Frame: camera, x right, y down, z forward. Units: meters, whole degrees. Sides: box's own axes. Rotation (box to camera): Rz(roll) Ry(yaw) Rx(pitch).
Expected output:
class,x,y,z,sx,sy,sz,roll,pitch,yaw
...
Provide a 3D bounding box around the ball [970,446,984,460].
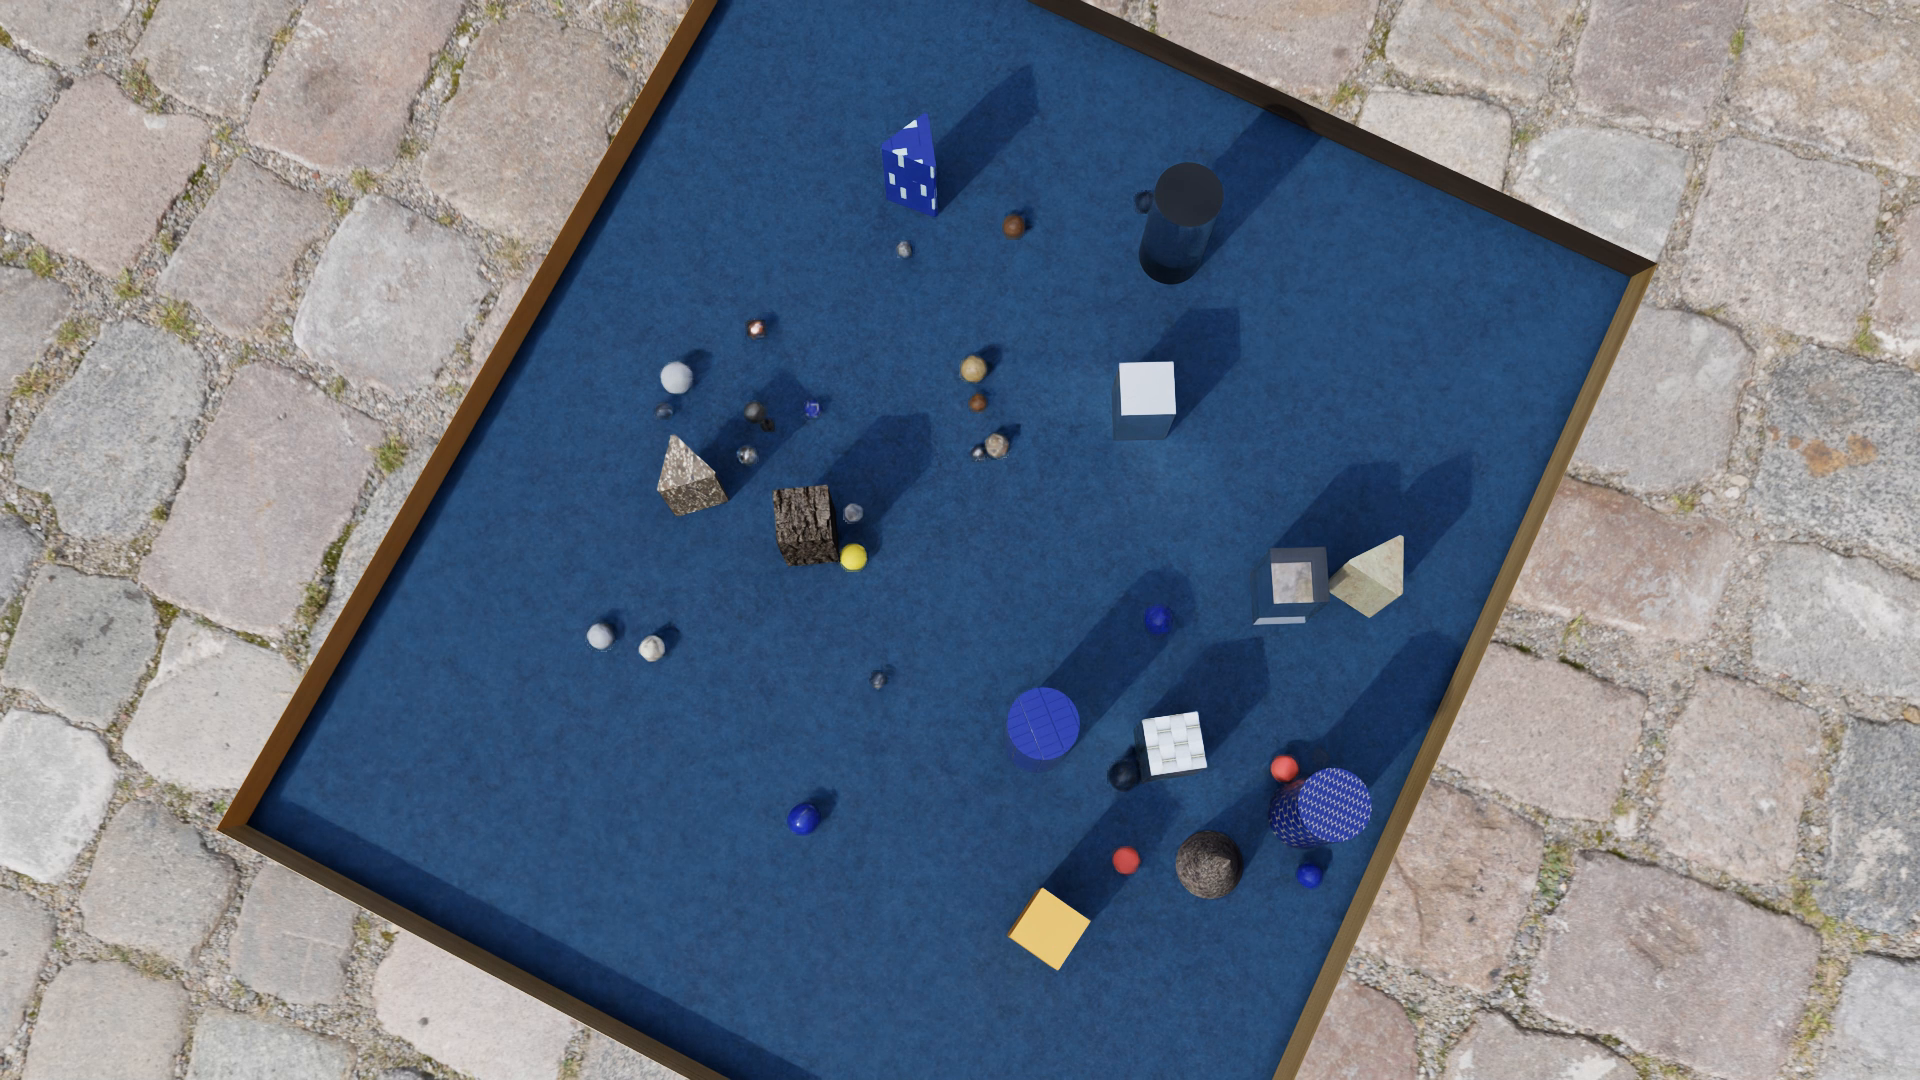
class,x,y,z,sx,sy,sz,roll,pitch,yaw
ball,0.053,-0.268,5.650,0.044,0.044,0.044,0,78,0

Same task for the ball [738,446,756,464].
class,x,y,z,sx,sy,sz,roll,pitch,yaw
ball,-0.656,-0.262,5.641,0.059,0.059,0.059,0,78,0

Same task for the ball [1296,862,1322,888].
class,x,y,z,sx,sy,sz,roll,pitch,yaw
ball,1.024,0.982,5.375,0.075,0.075,0.075,0,78,0

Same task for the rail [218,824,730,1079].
class,x,y,z,sx,sy,sz,roll,pitch,yaw
rail,-0.767,1.509,5.237,3.086,0.130,0.045,26,80,5

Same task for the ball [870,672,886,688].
class,x,y,z,sx,sy,sz,roll,pitch,yaw
ball,-0.246,0.422,5.504,0.050,0.050,0.050,0,78,0

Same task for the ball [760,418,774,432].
class,x,y,z,sx,sy,sz,roll,pitch,yaw
ball,-0.598,-0.354,5.669,0.041,0.041,0.041,0,78,0

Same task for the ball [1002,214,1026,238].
class,x,y,z,sx,sy,sz,roll,pitch,yaw
ball,0.170,-0.992,5.785,0.072,0.072,0.072,0,78,0

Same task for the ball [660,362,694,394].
class,x,y,z,sx,sy,sz,roll,pitch,yaw
ball,-0.876,-0.501,5.669,0.100,0.100,0.100,0,78,0

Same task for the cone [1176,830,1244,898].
class,x,y,z,sx,sy,sz,roll,pitch,yaw
cone,0.738,0.916,5.209,0.200,0.428,0.200,0,78,0

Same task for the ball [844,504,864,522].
class,x,y,z,sx,sy,sz,roll,pitch,yaw
ball,-0.325,-0.082,5.604,0.058,0.058,0.058,0,78,0

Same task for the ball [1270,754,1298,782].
class,x,y,z,sx,sy,sz,roll,pitch,yaw
ball,0.962,0.678,5.435,0.082,0.082,0.082,0,78,0

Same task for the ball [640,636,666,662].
class,x,y,z,sx,sy,sz,roll,pitch,yaw
ball,-0.925,0.326,5.510,0.077,0.077,0.077,0,78,0

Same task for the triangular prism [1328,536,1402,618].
class,x,y,z,sx,sy,sz,roll,pitch,yaw
triangular prism,1.219,0.088,5.400,0.173,0.389,0.150,33,80,6

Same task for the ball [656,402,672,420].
class,x,y,z,sx,sy,sz,roll,pitch,yaw
ball,-0.916,-0.399,5.672,0.054,0.054,0.054,0,78,0

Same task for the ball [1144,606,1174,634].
class,x,y,z,sx,sy,sz,roll,pitch,yaw
ball,0.600,0.243,5.522,0.086,0.086,0.086,0,78,0

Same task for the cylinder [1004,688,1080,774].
class,x,y,z,sx,sy,sz,roll,pitch,yaw
cylinder,0.229,0.551,5.263,0.200,0.469,0.200,0,78,0

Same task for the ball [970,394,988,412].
class,x,y,z,sx,sy,sz,roll,pitch,yaw
ball,0.057,-0.426,5.676,0.056,0.056,0.056,0,78,0

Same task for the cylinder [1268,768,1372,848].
class,x,y,z,sx,sy,sz,roll,pitch,yaw
cylinder,1.015,0.767,5.203,0.200,0.499,0.200,0,78,0

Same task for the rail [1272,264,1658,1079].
class,x,y,z,sx,sy,sz,roll,pitch,yaw
rail,1.359,0.672,5.410,0.045,0.130,3.478,26,80,5

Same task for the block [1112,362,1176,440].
class,x,y,z,sx,sy,sz,roll,pitch,yaw
block,0.553,-0.417,5.551,0.160,0.297,0.160,-1,78,0

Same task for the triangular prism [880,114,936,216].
class,x,y,z,sx,sy,sz,roll,pitch,yaw
triangular prism,-0.128,-1.168,5.656,0.173,0.396,0.150,21,79,4

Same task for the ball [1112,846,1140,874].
class,x,y,z,sx,sy,sz,roll,pitch,yaw
ball,0.488,0.942,5.380,0.081,0.081,0.081,0,78,0

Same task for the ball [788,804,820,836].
class,x,y,z,sx,sy,sz,roll,pitch,yaw
ball,-0.462,0.824,5.398,0.094,0.094,0.094,0,78,0

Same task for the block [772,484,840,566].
class,x,y,z,sx,sy,sz,roll,pitch,yaw
block,-0.454,-0.039,5.448,0.160,0.347,0.160,-5,78,-1

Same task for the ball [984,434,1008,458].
class,x,y,z,sx,sy,sz,roll,pitch,yaw
ball,0.113,-0.292,5.639,0.074,0.074,0.074,0,78,0

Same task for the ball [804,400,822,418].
class,x,y,z,sx,sy,sz,roll,pitch,yaw
ball,-0.454,-0.404,5.672,0.056,0.056,0.056,0,78,0

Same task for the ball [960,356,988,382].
class,x,y,z,sx,sy,sz,roll,pitch,yaw
ball,0.043,-0.530,5.684,0.084,0.084,0.084,0,78,0

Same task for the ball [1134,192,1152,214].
class,x,y,z,sx,sy,sz,roll,pitch,yaw
ball,0.586,-1.069,5.804,0.067,0.067,0.067,0,78,0

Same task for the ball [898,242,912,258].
class,x,y,z,sx,sy,sz,roll,pitch,yaw
ball,-0.174,-0.917,5.782,0.048,0.048,0.048,0,78,0

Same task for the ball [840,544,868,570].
class,x,y,z,sx,sy,sz,roll,pitch,yaw
ball,-0.323,0.051,5.564,0.083,0.083,0.083,0,78,0

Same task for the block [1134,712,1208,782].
class,x,y,z,sx,sy,sz,roll,pitch,yaw
block,0.609,0.607,5.344,0.160,0.288,0.160,-8,78,-2

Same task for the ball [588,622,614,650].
class,x,y,z,sx,sy,sz,roll,pitch,yaw
ball,-1.081,0.289,5.516,0.081,0.081,0.081,0,78,0

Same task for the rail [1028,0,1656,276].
class,x,y,z,sx,sy,sz,roll,pitch,yaw
rail,0.767,-1.496,5.859,3.086,0.130,0.045,26,80,5

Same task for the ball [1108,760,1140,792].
class,x,y,z,sx,sy,sz,roll,pitch,yaw
ball,0.486,0.698,5.425,0.091,0.091,0.091,0,78,0

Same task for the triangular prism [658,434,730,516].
class,x,y,z,sx,sy,sz,roll,pitch,yaw
triangular prism,-0.814,-0.203,5.486,0.173,0.337,0.150,-17,79,-3

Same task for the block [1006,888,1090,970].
class,x,y,z,sx,sy,sz,roll,pitch,yaw
block,0.247,1.102,5.198,0.160,0.372,0.160,34,80,7

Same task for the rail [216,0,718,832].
class,x,y,z,sx,sy,sz,roll,pitch,yaw
rail,-1.359,-0.658,5.686,0.045,0.130,3.478,26,80,5

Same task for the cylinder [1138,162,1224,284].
class,x,y,z,sx,sy,sz,roll,pitch,yaw
cylinder,0.665,-0.954,5.563,0.200,0.493,0.200,0,78,0

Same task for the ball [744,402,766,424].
class,x,y,z,sx,sy,sz,roll,pitch,yaw
ball,-0.636,-0.394,5.663,0.068,0.068,0.068,0,78,0

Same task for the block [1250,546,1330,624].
class,x,y,z,sx,sy,sz,roll,pitch,yaw
block,0.967,0.138,5.395,0.160,0.379,0.160,-2,78,0

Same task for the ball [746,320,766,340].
class,x,y,z,sx,sy,sz,roll,pitch,yaw
ball,-0.636,-0.657,5.719,0.065,0.065,0.065,0,78,0
